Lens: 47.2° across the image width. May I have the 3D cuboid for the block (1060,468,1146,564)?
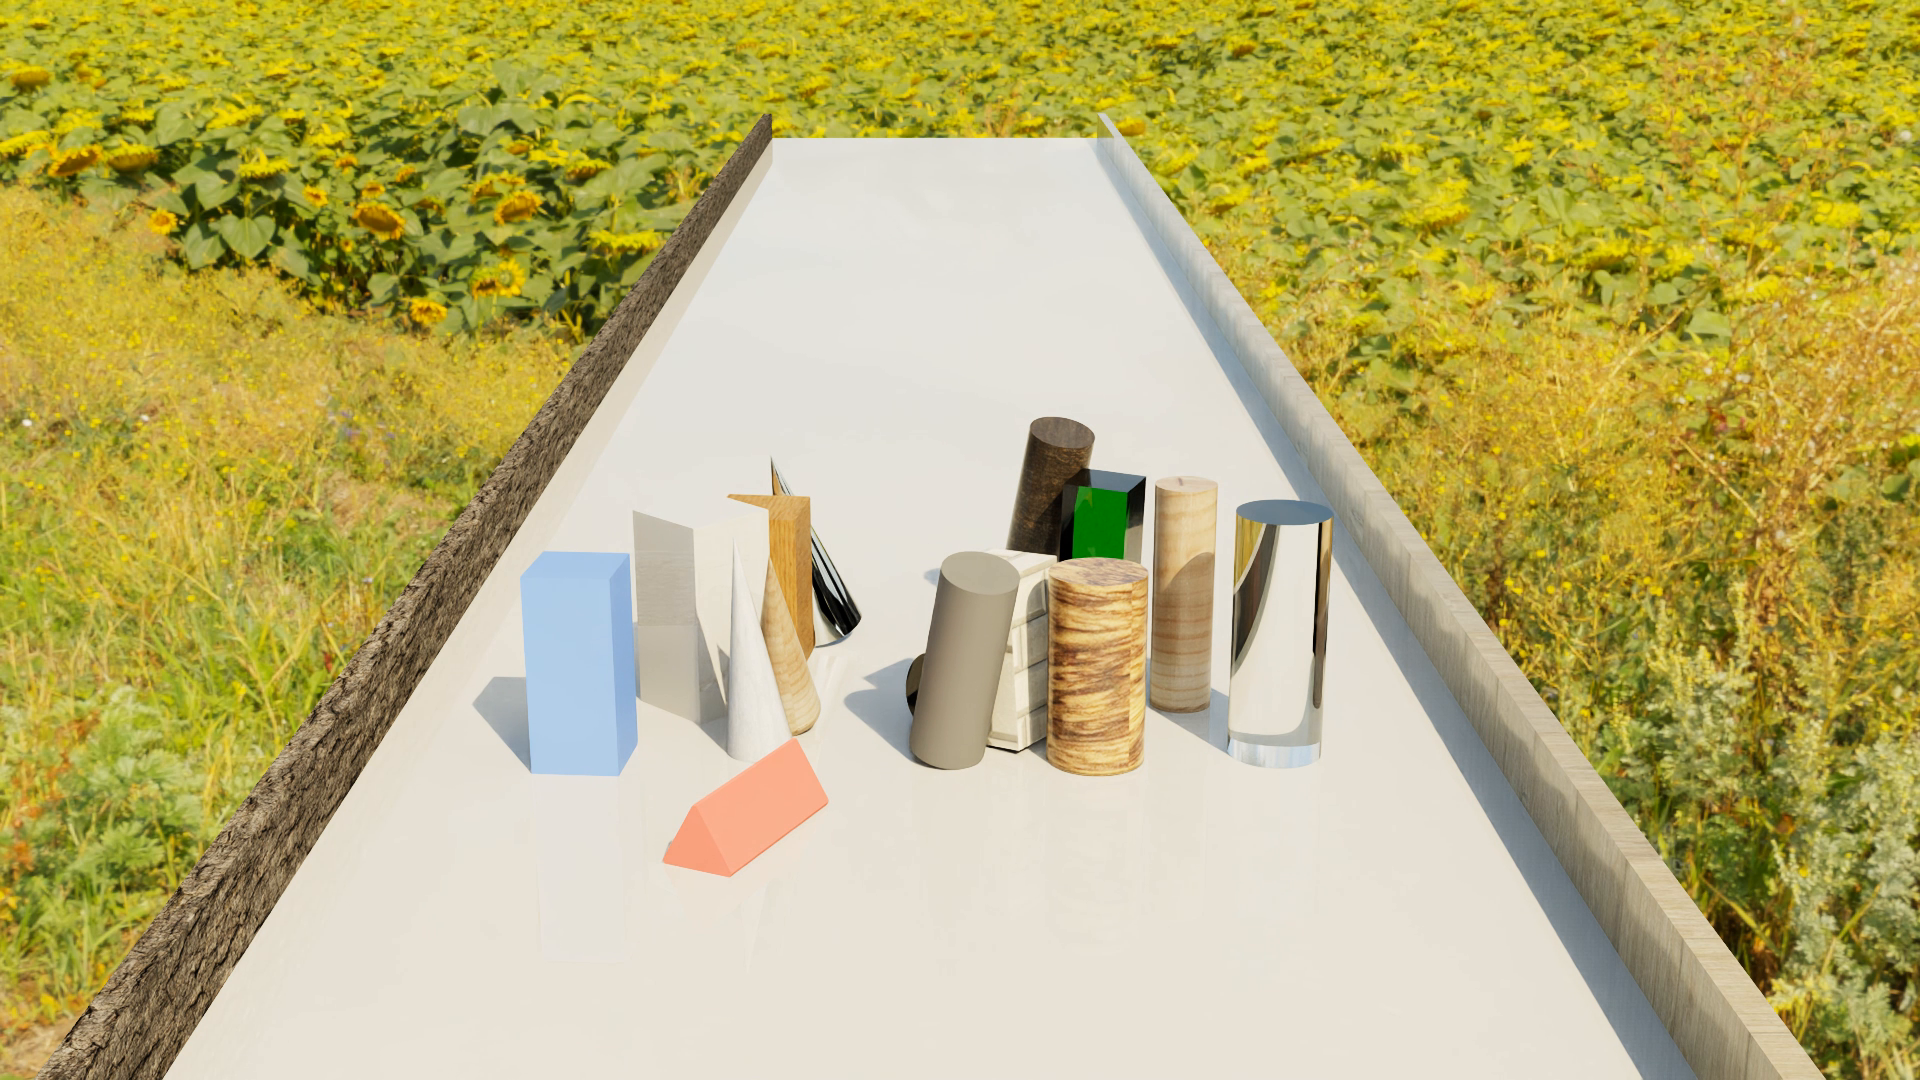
[{"bbox_3d":[0.279,0.057,4.386,0.131,0.366,0.131,8,18,19],"label":"block"}]

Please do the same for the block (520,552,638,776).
[{"bbox_3d":[-0.667,0.216,3.866,0.155,0.361,0.155,1,17,4],"label":"block"}]

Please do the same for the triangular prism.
[{"bbox_3d":[-0.347,0.426,3.593,0.125,0.108,0.317,7,18,25],"label":"triangular prism"}]

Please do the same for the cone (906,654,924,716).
[{"bbox_3d":[0.066,0.281,4.164,0.320,0.136,0.136,2,12,-38],"label":"cone"}]

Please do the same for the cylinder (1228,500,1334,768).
[{"bbox_3d":[0.564,0.165,3.889,0.168,0.446,0.168,0,17,0],"label":"cylinder"}]

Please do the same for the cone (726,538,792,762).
[{"bbox_3d":[-0.374,0.179,3.868,0.121,0.418,0.121,-4,24,2],"label":"cone"}]

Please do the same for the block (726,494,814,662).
[{"bbox_3d":[-0.389,0.089,4.360,0.165,0.322,0.165,2,18,6],"label":"block"}]

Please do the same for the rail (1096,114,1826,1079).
[{"bbox_3d":[0.932,-0.844,7.801,0.050,0.150,12.000,0,17,-1],"label":"rail"}]

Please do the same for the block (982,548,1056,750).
[{"bbox_3d":[0.080,0.195,3.985,0.149,0.323,0.149,7,17,36],"label":"block"}]

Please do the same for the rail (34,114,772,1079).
[{"bbox_3d":[-1.118,-0.838,7.780,0.050,0.150,12.000,0,17,-1],"label":"rail"}]

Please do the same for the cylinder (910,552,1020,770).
[{"bbox_3d":[0.006,0.211,3.828,0.137,0.368,0.137,8,31,-5],"label":"cylinder"}]

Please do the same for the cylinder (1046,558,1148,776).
[{"bbox_3d":[0.241,0.221,3.874,0.175,0.346,0.175,0,16,0],"label":"cylinder"}]

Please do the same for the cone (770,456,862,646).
[{"bbox_3d":[-0.333,0.000,4.459,0.179,0.402,0.179,-11,29,6],"label":"cone"}]

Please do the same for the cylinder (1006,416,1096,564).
[{"bbox_3d":[0.171,-0.030,4.528,0.134,0.436,0.134,8,30,-5],"label":"cylinder"}]

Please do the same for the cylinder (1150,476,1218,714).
[{"bbox_3d":[0.418,0.103,4.125,0.116,0.431,0.116,0,17,0],"label":"cylinder"}]

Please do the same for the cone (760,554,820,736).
[{"bbox_3d":[-0.326,0.168,3.917,0.136,0.410,0.136,0,45,0],"label":"cone"}]

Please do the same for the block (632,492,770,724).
[{"bbox_3d":[-0.482,0.125,4.143,0.178,0.378,0.178,16,23,42],"label":"block"}]
